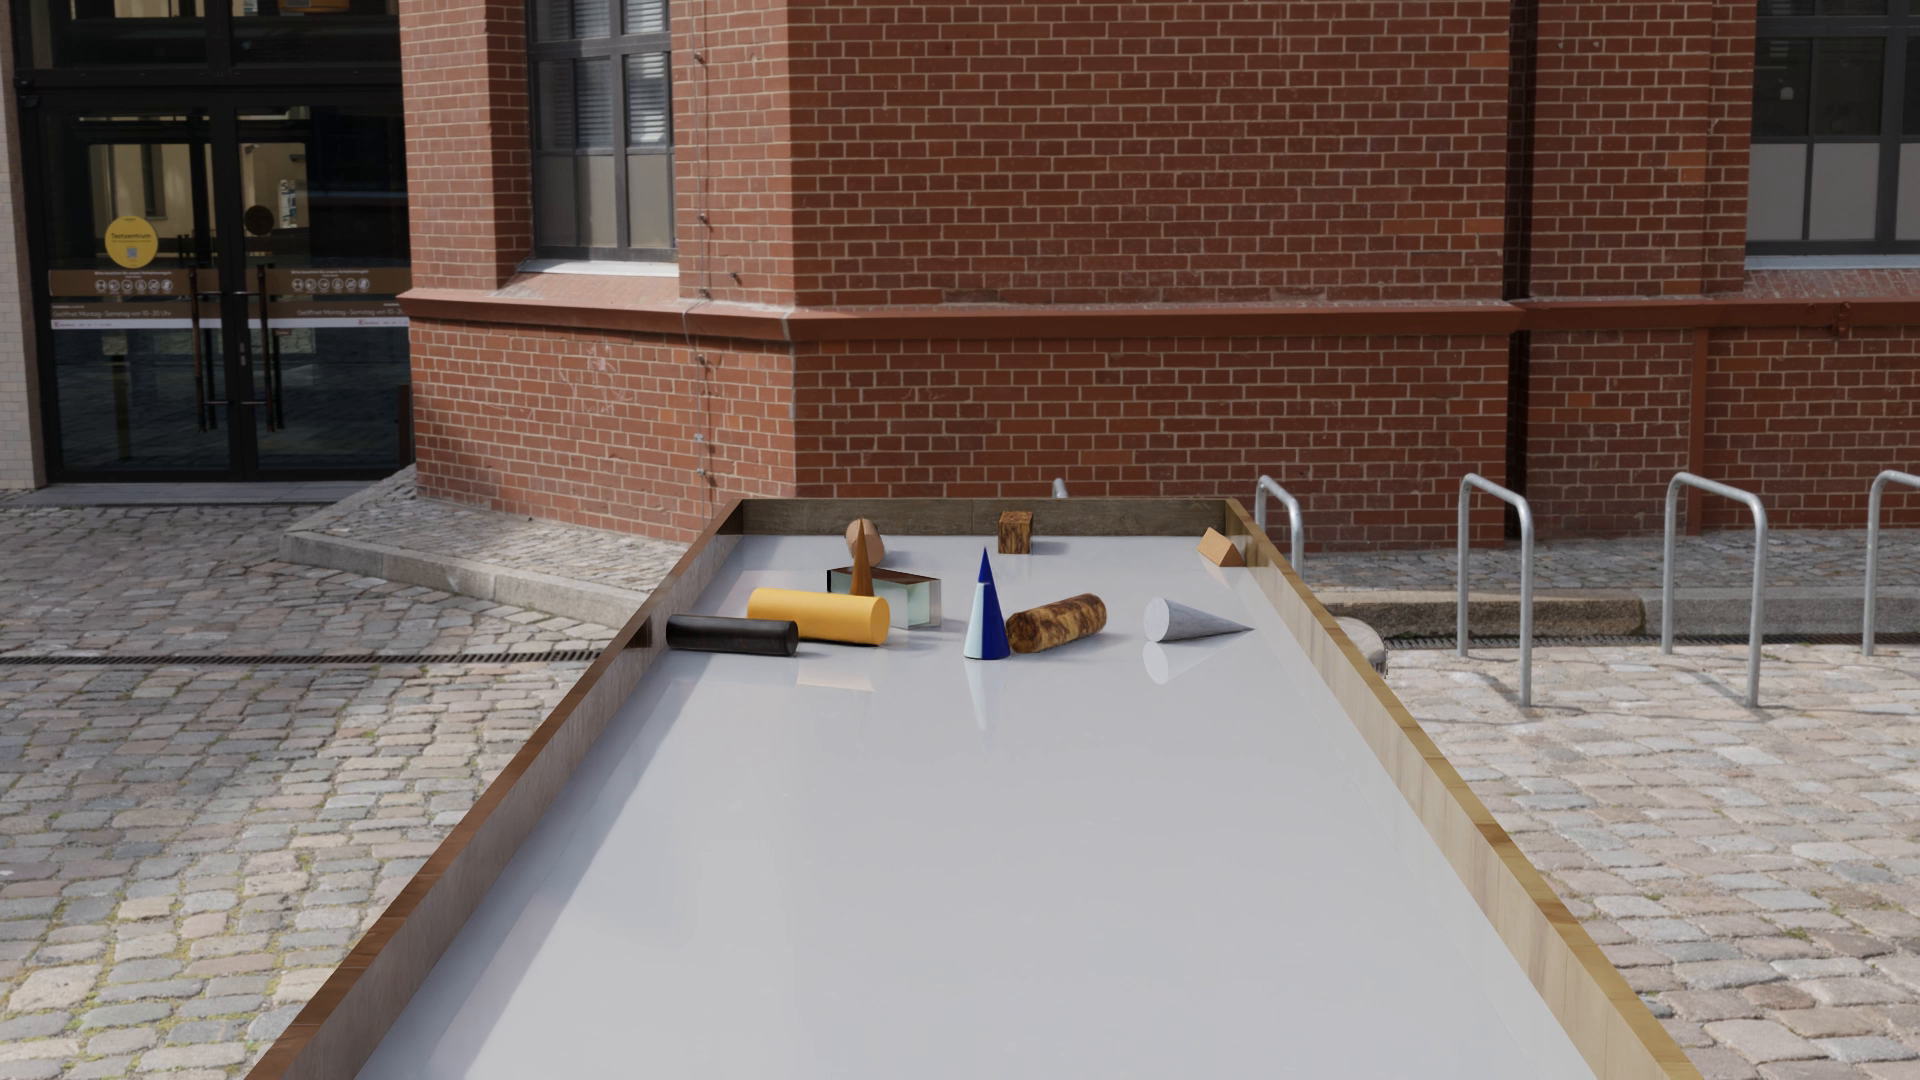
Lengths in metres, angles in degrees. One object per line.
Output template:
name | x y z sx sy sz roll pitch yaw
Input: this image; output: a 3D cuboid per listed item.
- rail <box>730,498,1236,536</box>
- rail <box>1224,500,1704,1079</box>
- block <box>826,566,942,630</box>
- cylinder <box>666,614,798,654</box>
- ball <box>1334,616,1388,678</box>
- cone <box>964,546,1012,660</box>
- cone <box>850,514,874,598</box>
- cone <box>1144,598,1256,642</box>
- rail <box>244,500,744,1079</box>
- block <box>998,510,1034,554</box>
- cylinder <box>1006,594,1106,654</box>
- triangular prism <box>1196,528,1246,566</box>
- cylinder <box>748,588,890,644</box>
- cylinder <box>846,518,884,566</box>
rail | 0.099 -0.098 9.147 2.100 0.150 0.050 0 9 1
rail | 1.046 0.843 3.208 0.050 0.150 12.000 0 9 1
block | -0.255 0.190 7.329 0.151 0.151 0.398 -9 13 -44
cylinder | -0.708 0.293 6.827 0.400 0.105 0.105 3 9 16
ball | 1.587 0.496 9.115 0.360 0.360 0.360 0 9 0
cone | 0.080 0.183 6.737 0.150 0.342 0.150 -1 11 0
cone | -0.315 0.108 7.057 0.116 0.398 0.116 0 9 0
cone | 0.795 0.272 7.071 0.400 0.143 0.143 7 5 -30
rail | -1.004 0.839 3.234 0.050 0.150 12.000 0 9 1
block | 0.225 -0.032 8.820 0.123 0.123 0.326 1 9 4
cylinder | 0.305 0.262 6.946 0.129 0.129 0.401 6 11 34
triangular prism | 1.015 0.024 8.560 0.102 0.088 0.404 -1 9 -6
cylinder | -0.451 0.243 7.003 0.434 0.149 0.149 4 10 23
cylinder | -0.368 0.009 8.545 0.128 0.128 0.397 -1 9 -5
